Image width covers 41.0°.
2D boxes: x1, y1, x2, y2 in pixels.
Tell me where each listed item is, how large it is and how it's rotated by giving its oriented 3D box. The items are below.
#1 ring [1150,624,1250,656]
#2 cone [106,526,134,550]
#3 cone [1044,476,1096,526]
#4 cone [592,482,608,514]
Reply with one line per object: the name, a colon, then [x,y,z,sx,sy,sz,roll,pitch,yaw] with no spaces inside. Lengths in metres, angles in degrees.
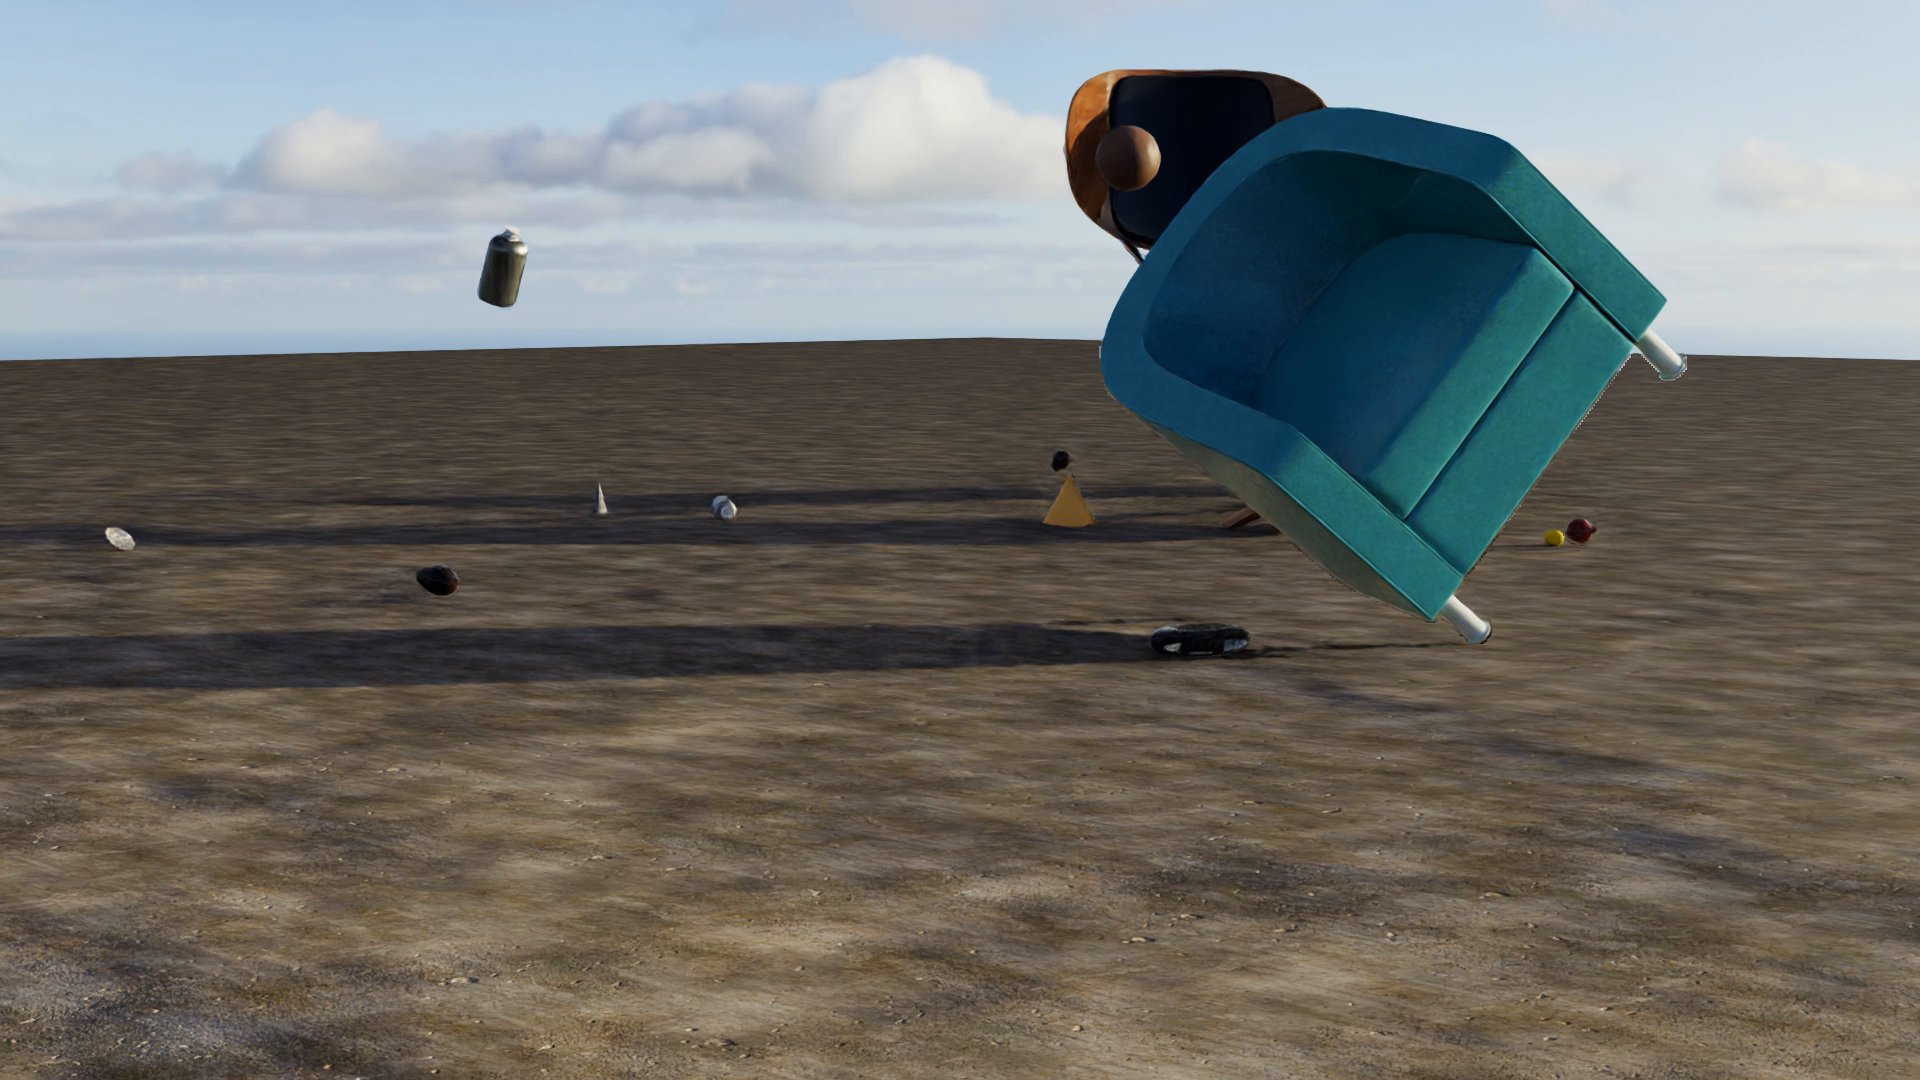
ring: [0.422,0.175,4.509,0.184,0.044,0.132,-2,6,-16]
cone: [-2.031,0.009,6.195,0.082,0.038,0.054,42,44,14]
cone: [0.291,-0.111,6.800,0.146,0.131,0.129,8,13,37]
cone: [-1.005,-0.120,7.151,0.038,0.087,0.058,2,6,21]
